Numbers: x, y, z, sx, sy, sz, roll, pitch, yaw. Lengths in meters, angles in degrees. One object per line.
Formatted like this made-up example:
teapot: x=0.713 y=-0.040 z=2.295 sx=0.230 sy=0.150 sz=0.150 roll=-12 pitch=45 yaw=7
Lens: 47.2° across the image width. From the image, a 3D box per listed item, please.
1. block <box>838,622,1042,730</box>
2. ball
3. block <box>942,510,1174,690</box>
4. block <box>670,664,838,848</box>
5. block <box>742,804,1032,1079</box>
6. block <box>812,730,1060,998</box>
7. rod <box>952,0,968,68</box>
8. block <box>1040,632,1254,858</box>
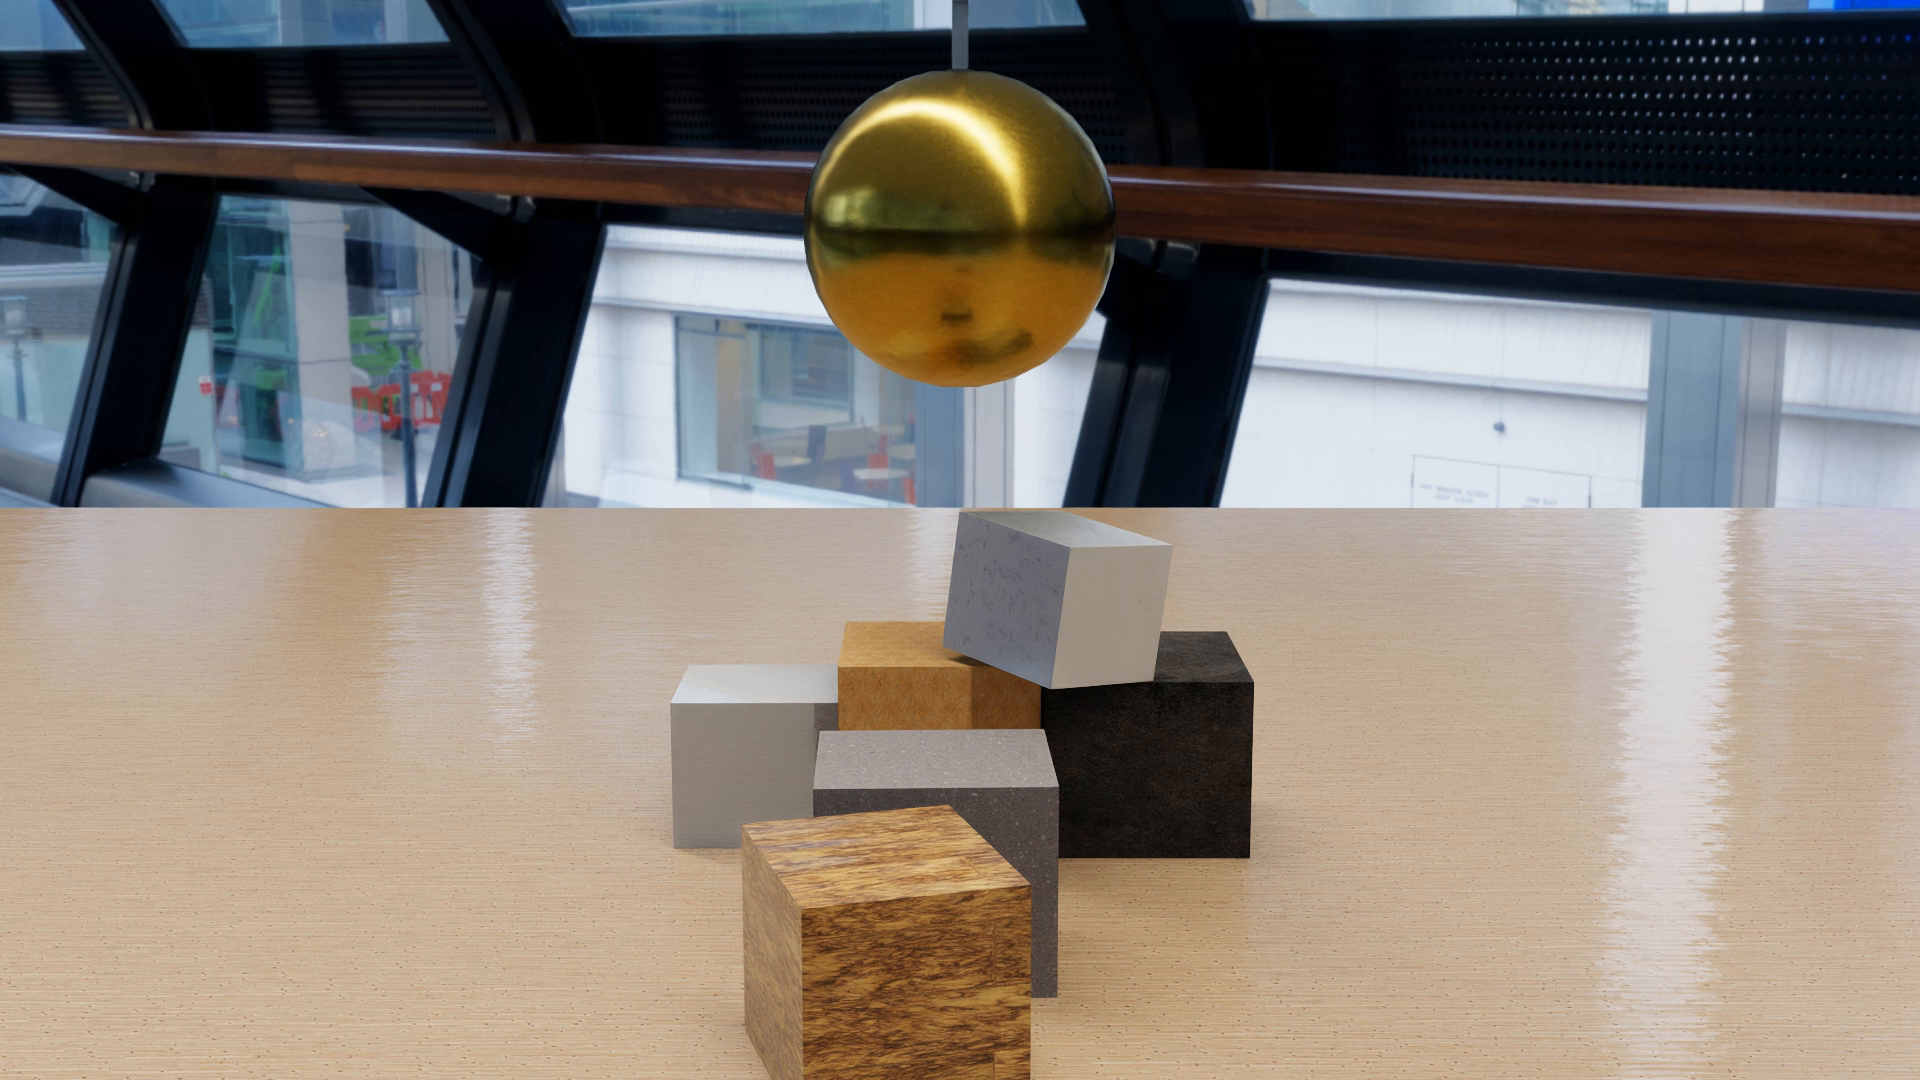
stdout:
block: x=-0.105 y=1.003 z=11.343 sx=0.996 sy=0.967 sz=1.028 roll=0 pitch=10 yaw=-1
ball: x=0.000 y=-1.576 z=11.169 sx=1.600 sy=1.600 sz=1.600 roll=0 pitch=10 yaw=0
block: x=0.471 y=0.274 z=10.779 sx=0.682 sy=0.682 sz=0.811 roll=-1 pitch=13 yaw=-40
block: x=-1.025 y=1.106 z=11.379 sx=0.831 sy=0.752 sz=0.813 roll=0 pitch=10 yaw=0
block: x=-0.301 y=1.601 z=8.357 sx=0.851 sy=0.859 sz=1.017 roll=-3 pitch=11 yaw=-17
block: x=-0.111 y=1.375 z=9.467 sx=1.001 sy=0.907 sz=0.895 roll=0 pitch=10 yaw=-2
rod: x=0.000 y=-4.890 z=10.410 sx=0.080 sy=5.200 sz=0.080 roll=0 pitch=13 yaw=0
block: x=0.923 y=1.034 z=11.371 sx=1.026 sy=0.897 sz=1.133 roll=0 pitch=10 yaw=0
